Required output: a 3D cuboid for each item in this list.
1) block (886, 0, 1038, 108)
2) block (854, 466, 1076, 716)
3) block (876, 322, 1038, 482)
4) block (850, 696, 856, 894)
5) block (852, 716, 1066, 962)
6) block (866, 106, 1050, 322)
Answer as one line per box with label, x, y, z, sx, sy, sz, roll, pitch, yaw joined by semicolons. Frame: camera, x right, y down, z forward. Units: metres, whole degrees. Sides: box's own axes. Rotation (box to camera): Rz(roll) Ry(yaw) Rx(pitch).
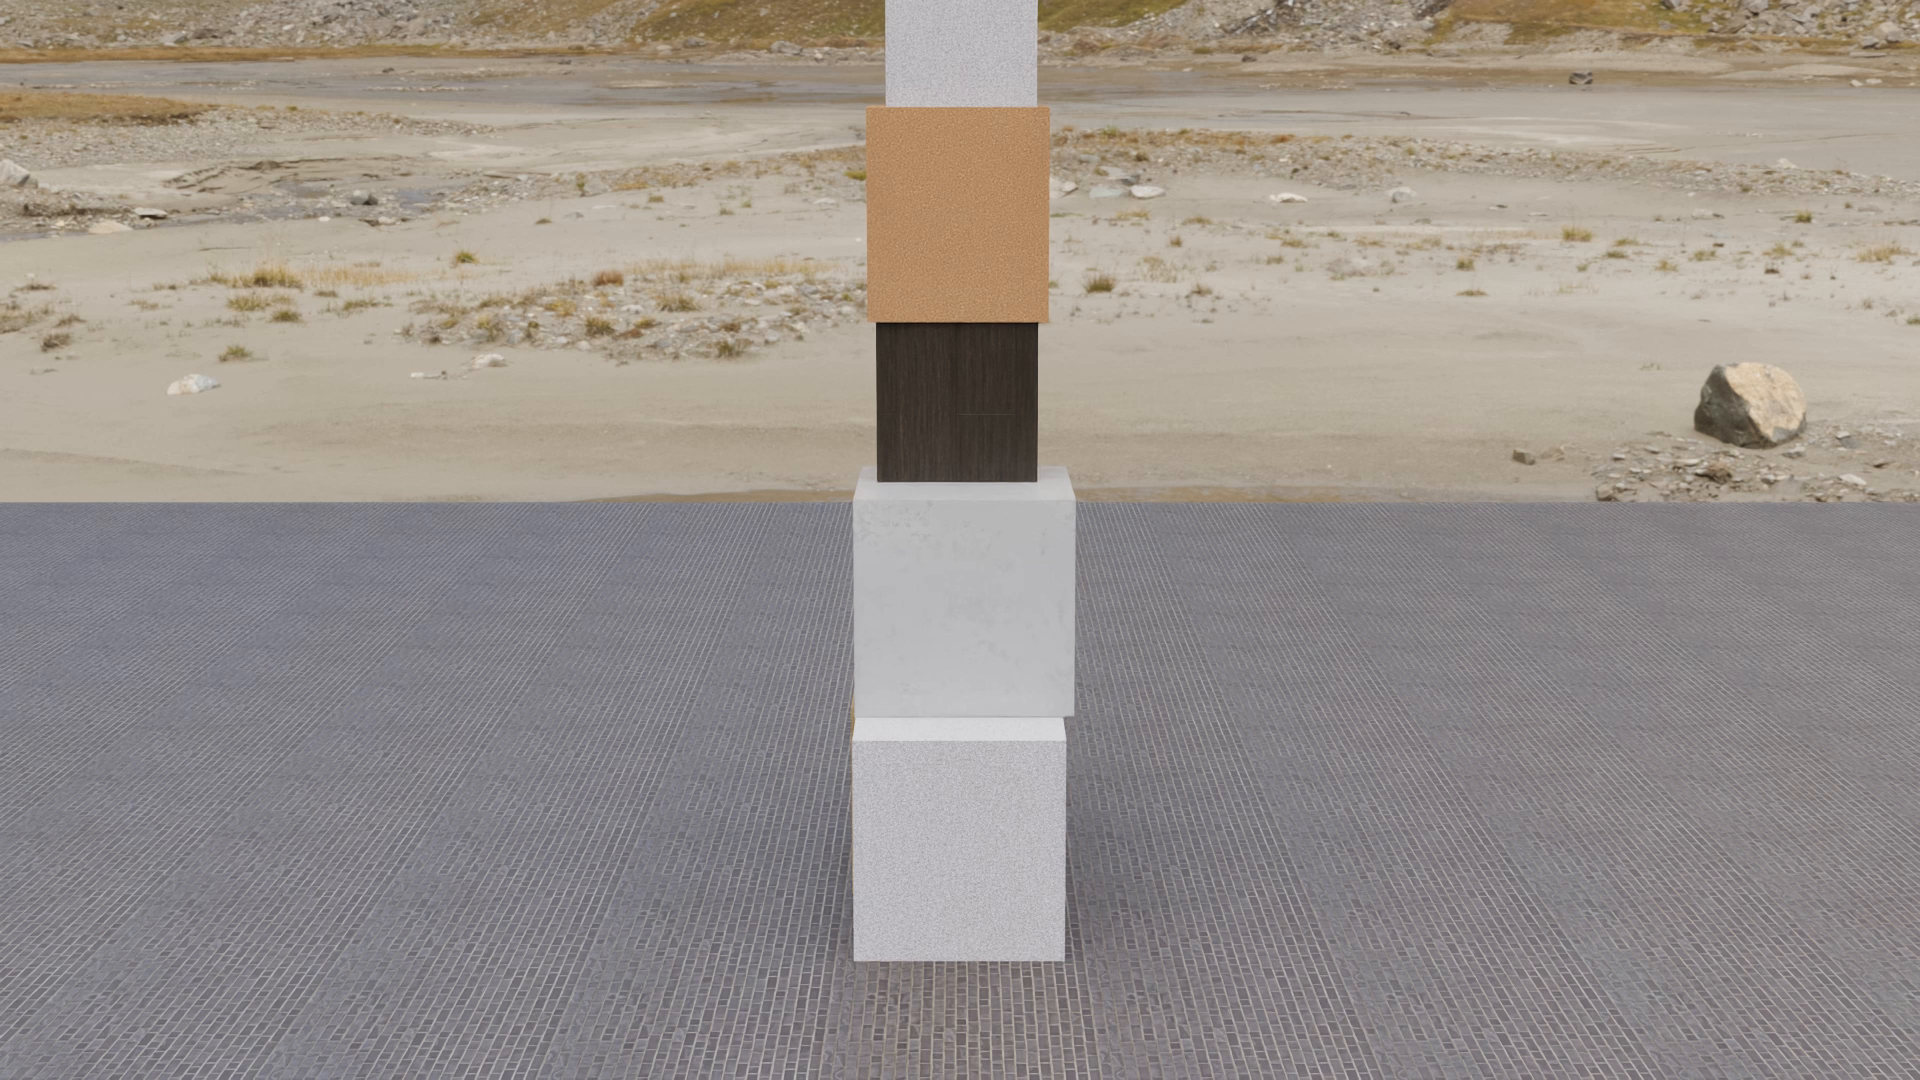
block;0.006;-2.162;10.820;0.622;0.661;0.613;0;10;0
block;0.018;0.198;10.878;0.897;0.896;0.965;0;10;0
block;-0.012;-0.633;11.080;0.676;0.676;0.679;0;10;0
block;-0.019;1.058;11.433;0.896;0.829;0.775;0;10;0
block;-0.003;1.164;10.617;0.846;0.911;0.848;0;10;0
block;-0.008;-1.401;10.950;0.753;0.881;0.726;0;10;0
